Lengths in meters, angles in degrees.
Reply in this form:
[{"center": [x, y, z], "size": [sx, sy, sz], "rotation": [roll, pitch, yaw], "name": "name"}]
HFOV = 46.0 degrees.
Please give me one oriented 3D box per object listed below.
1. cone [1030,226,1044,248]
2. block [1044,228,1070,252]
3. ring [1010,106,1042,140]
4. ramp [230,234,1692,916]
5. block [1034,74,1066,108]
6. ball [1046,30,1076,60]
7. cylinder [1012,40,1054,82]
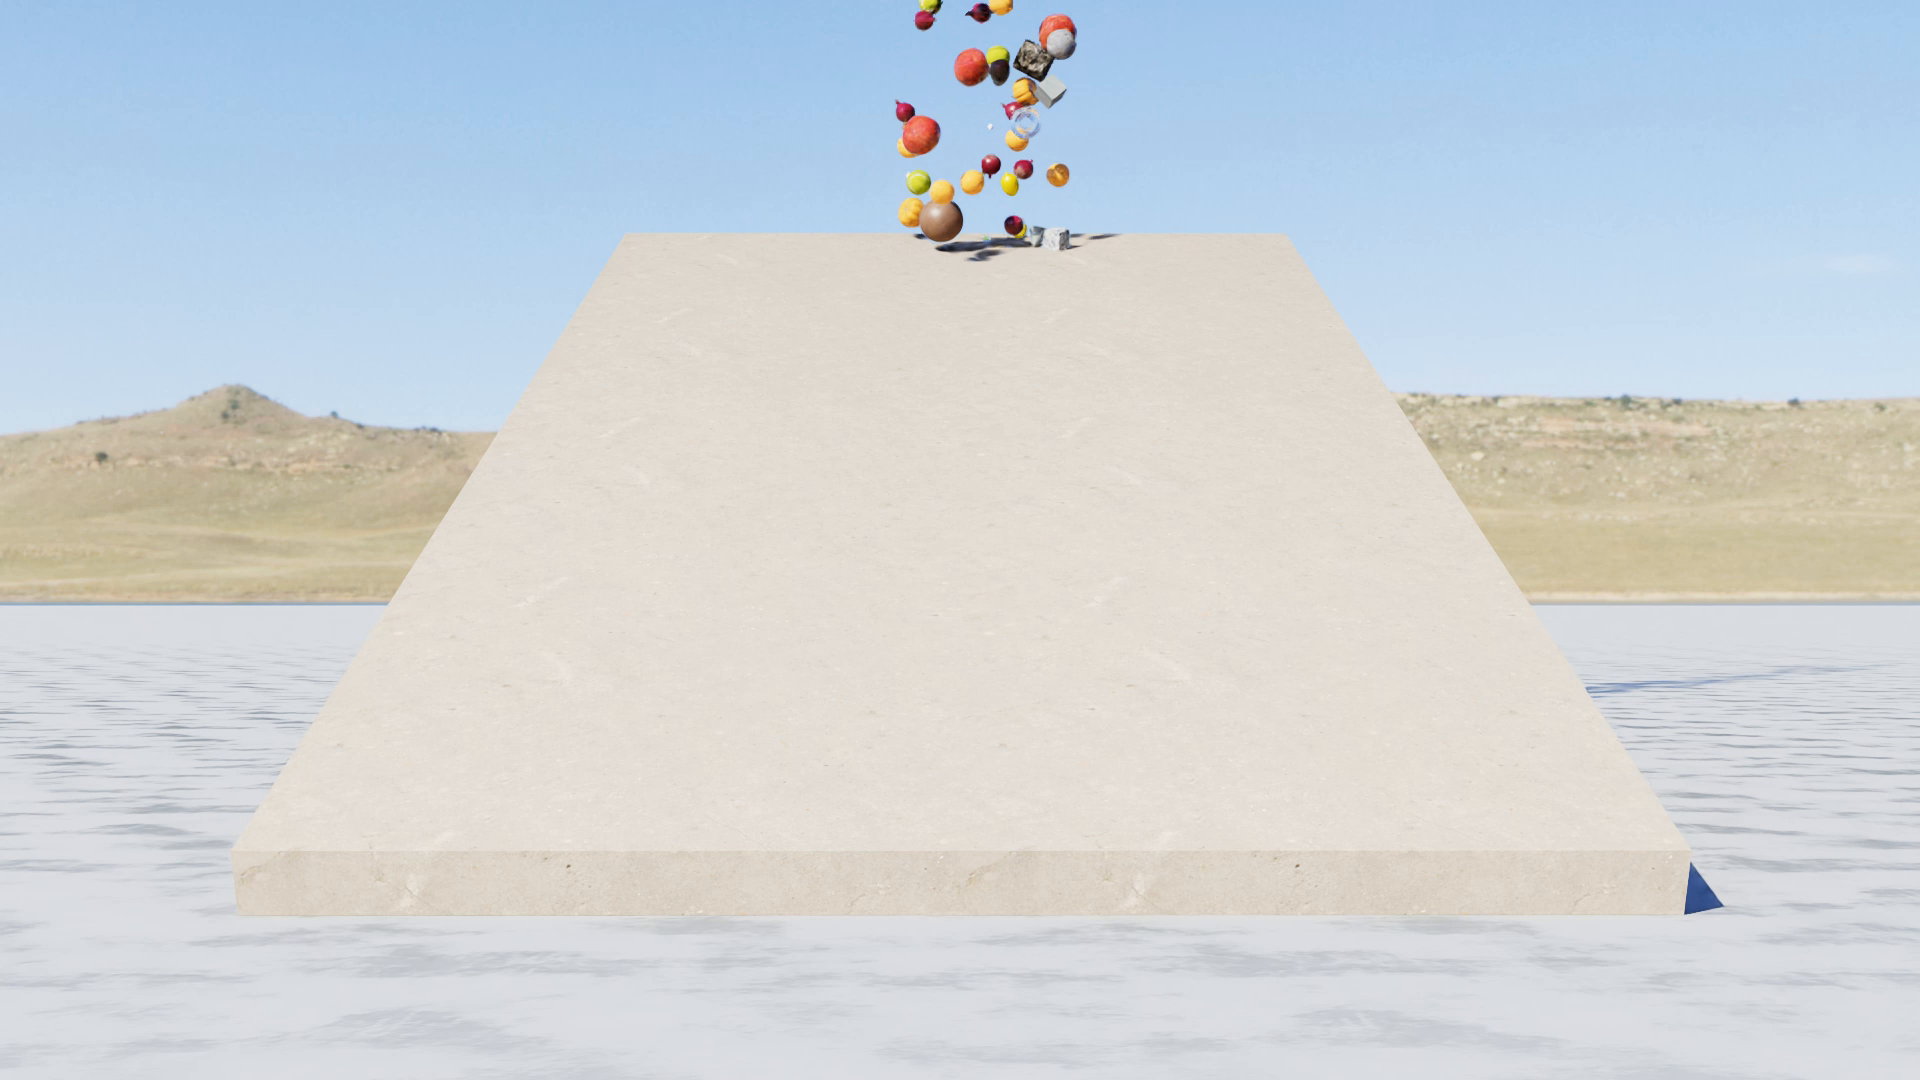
[{"center": [0.225, -0.886, 6.683], "size": [0.059, 0.059, 0.059], "rotation": [17, -26, 9], "name": "cone"}, {"center": [0.284, -0.883, 6.648], "size": [0.055, 0.055, 0.055], "rotation": [13, 26, 33], "name": "block"}, {"center": [0.189, -1.193, 6.473], "size": [0.092, 0.092, 0.031], "rotation": [0, 14, -17], "name": "ring"}, {"center": [-0.005, -0.205, 4.997], "size": [2.000, 0.100, 4.000], "rotation": [0, 20, 0], "name": "ramp"}, {"center": [0.259, -1.284, 6.474], "size": [0.060, 0.060, 0.060], "rotation": [-41, -5, -18], "name": "block"}, {"center": [0.289, -1.414, 6.464], "size": [0.087, 0.087, 0.087], "rotation": [0, -1, 0], "name": "ball"}, {"center": [0.217, -1.405, 6.633], "size": [0.092, 0.092, 0.092], "rotation": [29, 1, 4], "name": "cylinder"}]
